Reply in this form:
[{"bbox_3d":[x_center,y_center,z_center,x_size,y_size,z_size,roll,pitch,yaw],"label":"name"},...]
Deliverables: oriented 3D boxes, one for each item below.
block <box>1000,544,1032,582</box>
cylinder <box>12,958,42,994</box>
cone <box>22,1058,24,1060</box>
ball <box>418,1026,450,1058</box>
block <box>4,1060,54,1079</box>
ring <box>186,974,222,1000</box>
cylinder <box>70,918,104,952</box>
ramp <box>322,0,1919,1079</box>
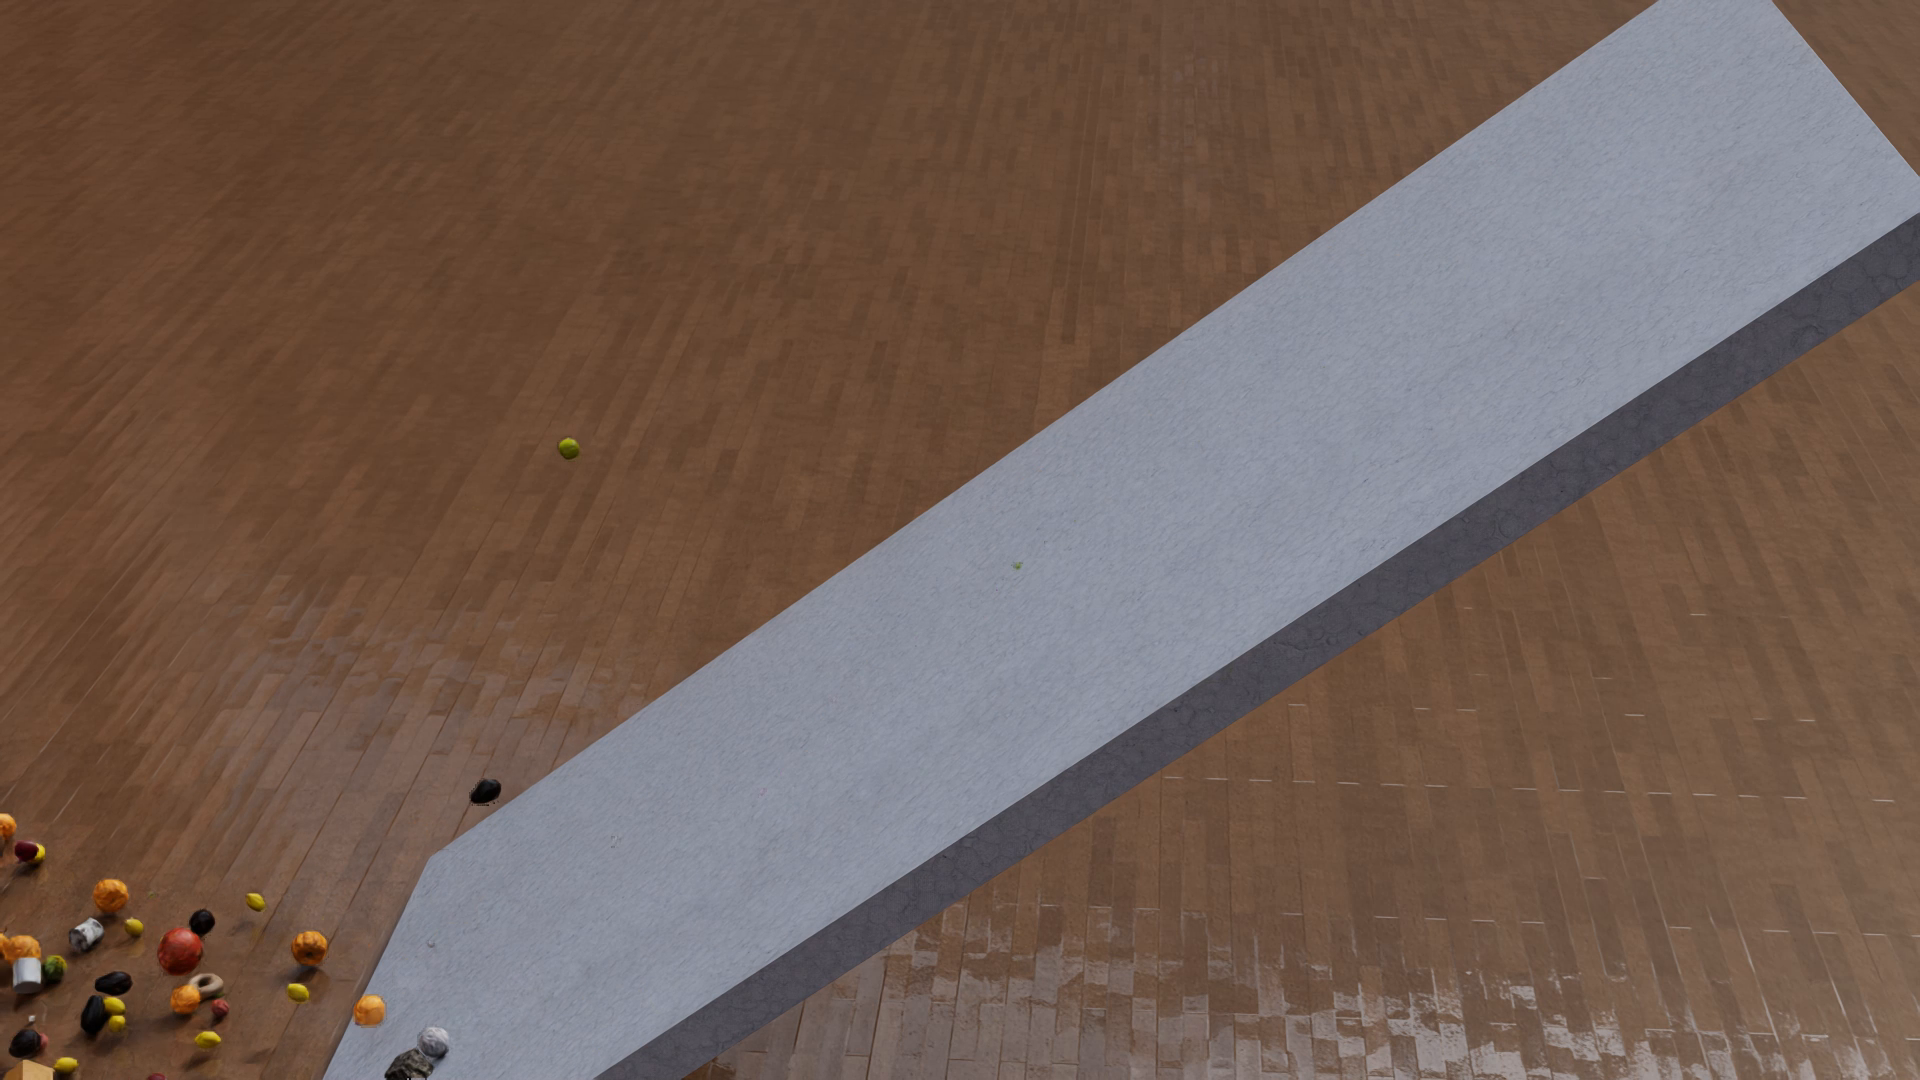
[{"bbox_3d":[0.124,0.051,6.449,0.064,0.064,0.064,2,23,6],"label":"block"},{"bbox_3d":[-2.319,1.083,7.310,0.067,0.067,0.067,-6,56,-13],"label":"cylinder"},{"bbox_3d":[-2.195,1.258,6.908,0.096,0.096,0.096,0,23,0],"label":"cone"},{"bbox_3d":[-1.143,1.090,6.390,0.066,0.066,0.066,0,23,0],"label":"ball"},{"bbox_3d":[-2.163,1.270,6.828,0.080,0.080,0.080,30,34,-38],"label":"block"},{"bbox_3d":[-1.886,1.113,7.335,0.093,0.031,0.093,-2,24,1],"label":"ring"},{"bbox_3d":[-2.237,1.011,7.536,0.062,0.062,0.062,11,25,24],"label":"cylinder"},{"bbox_3d":[0.127,0.180,6.326,4.000,0.100,2.000,-35,16,17],"label":"ramp"}]
